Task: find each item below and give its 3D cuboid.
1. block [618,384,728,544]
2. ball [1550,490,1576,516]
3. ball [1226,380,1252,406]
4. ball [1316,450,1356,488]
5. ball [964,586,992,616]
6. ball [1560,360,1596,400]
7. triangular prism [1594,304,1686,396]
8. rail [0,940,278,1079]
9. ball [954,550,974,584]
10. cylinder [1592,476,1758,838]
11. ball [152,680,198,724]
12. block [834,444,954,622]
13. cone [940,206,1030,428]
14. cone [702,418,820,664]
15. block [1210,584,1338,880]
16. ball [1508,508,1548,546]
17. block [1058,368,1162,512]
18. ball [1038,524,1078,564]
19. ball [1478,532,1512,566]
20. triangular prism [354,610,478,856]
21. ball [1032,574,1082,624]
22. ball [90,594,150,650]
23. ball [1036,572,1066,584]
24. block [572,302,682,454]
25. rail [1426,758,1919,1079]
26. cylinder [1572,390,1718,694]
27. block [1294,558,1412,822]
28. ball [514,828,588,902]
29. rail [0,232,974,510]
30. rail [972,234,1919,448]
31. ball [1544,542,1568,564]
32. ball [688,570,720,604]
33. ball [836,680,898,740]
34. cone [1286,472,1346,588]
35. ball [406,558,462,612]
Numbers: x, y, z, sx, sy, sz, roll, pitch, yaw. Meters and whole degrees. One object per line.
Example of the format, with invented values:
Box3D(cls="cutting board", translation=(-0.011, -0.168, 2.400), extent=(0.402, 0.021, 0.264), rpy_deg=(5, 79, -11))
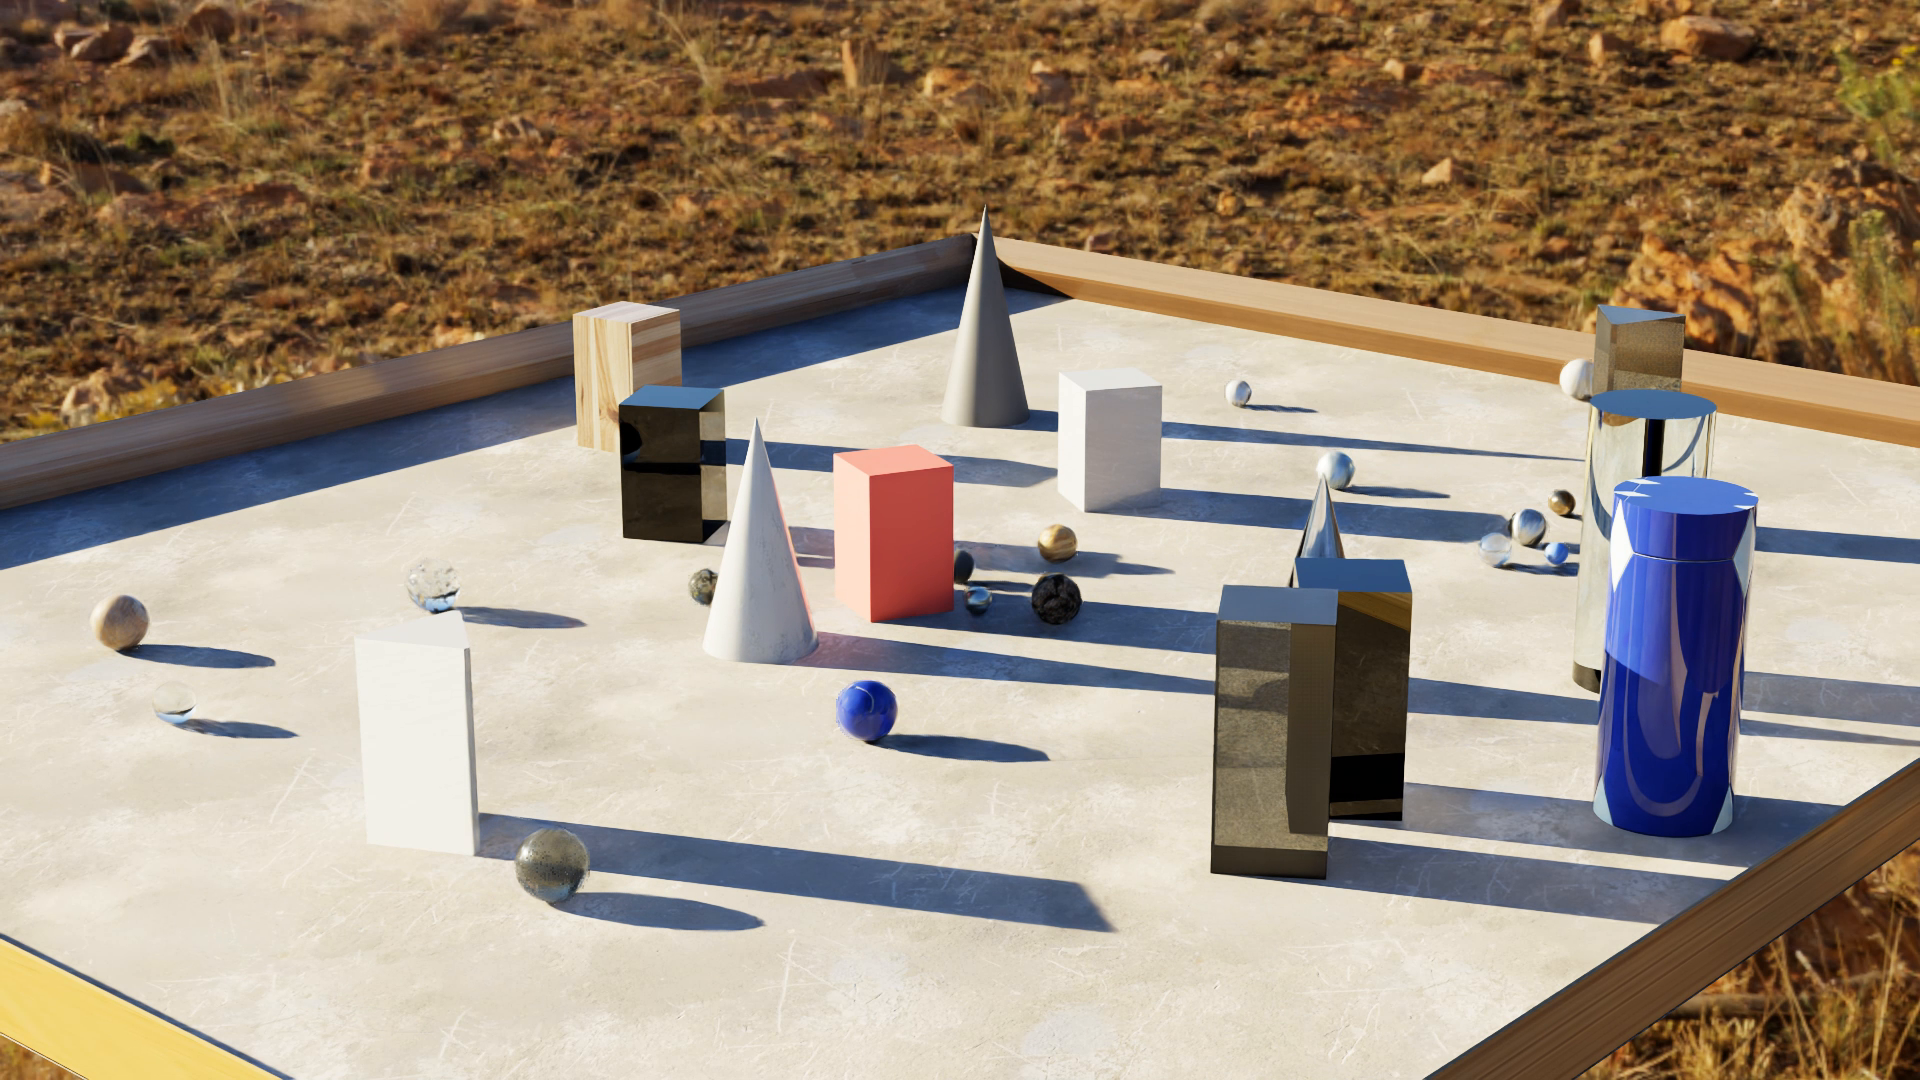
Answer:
Box3D(cls="block", translation=(-0.535, -0.143, 5.477), extent=(0.156, 0.257, 0.156), rpy_deg=(4, 17, 12))
Box3D(cls="ball", translation=(1.150, -0.071, 5.596), extent=(0.049, 0.049, 0.049), rpy_deg=(0, 17, 0))
Box3D(cls="ball", translation=(0.609, -0.321, 6.413), extent=(0.058, 0.058, 0.058), rpy_deg=(0, 17, 0))
Box3D(cls="ball", translation=(0.741, -0.138, 5.776), extent=(0.075, 0.075, 0.075), rpy_deg=(0, 17, 0))
Box3D(cls="ball", translation=(0.030, 0.104, 5.018), extent=(0.049, 0.049, 0.049), rpy_deg=(0, 17, 0))
Box3D(cls="ball", translation=(1.369, -0.355, 6.470), extent=(0.089, 0.089, 0.089), rpy_deg=(0, 17, 0))
Box3D(cls="triangular prism", translation=(1.232, -0.228, 5.496), extent=(0.168, 0.408, 0.146), rpy_deg=(-9, 19, -26))
Box3D(cls="rail", translation=(-1.326, 0.473, 3.658), extent=(3.476, 0.126, 0.045), rpy_deg=(14, 22, 39))
Box3D(cls="ball", translation=(-0.004, 0.046, 5.190), extent=(0.060, 0.060, 0.060), rpy_deg=(0, 17, 0))
Box3D(cls="cylinder", translation=(0.998, 0.162, 4.100), extent=(0.194, 0.468, 0.194), rpy_deg=(0, 17, 0))
Box3D(cls="ball", translation=(-1.206, 0.250, 4.504), extent=(0.067, 0.067, 0.067), rpy_deg=(0, 17, 0))
Box3D(cls="block", translation=(-0.114, -0.013, 5.043), extent=(0.156, 0.259, 0.156), rpy_deg=(-8, 18, -24))
Box3D(cls="cone", translation=(0.055, -0.489, 6.263), extent=(0.194, 0.466, 0.194), rpy_deg=(0, 17, 0))
Box3D(cls="cone", translation=(-0.331, -0.015, 4.817), extent=(0.194, 0.393, 0.194), rpy_deg=(0, 17, 0))
Box3D(cls="block", translation=(0.425, 0.258, 3.967), extent=(0.156, 0.360, 0.156), rpy_deg=(2, 17, 8))
Box3D(cls="ball", translation=(1.047, -0.024, 5.405), extent=(0.070, 0.070, 0.070), rpy_deg=(0, 17, 0))
Box3D(cls="block", translation=(0.290, -0.196, 5.679), extent=(0.156, 0.240, 0.156), rpy_deg=(-5, 17, -16))
Box3D(cls="ball", translation=(0.177, 0.006, 5.302), extent=(0.072, 0.072, 0.072), rpy_deg=(0, 17, 0))
Box3D(cls="ball", translation=(0.964, 0.017, 5.284), extent=(0.061, 0.061, 0.061), rpy_deg=(0, 17, 0))
Box3D(cls="triangular prism", translation=(-0.721, 0.262, 4.062), extent=(0.168, 0.299, 0.146), rpy_deg=(5, 17, 16))
Box3D(cls="ball", translation=(0.163, 0.101, 4.967), extent=(0.085, 0.085, 0.085), rpy_deg=(0, 17, 0))
Box3D(cls="ball", translation=(-1.386, 0.135, 4.837), extent=(0.094, 0.094, 0.094), rpy_deg=(0, 17, 0))
Box3D(cls="ball", translation=(0.162, 0.088, 5.041), extent=(0.067, 0.067, 0.067), rpy_deg=(0, 17, 0))
Box3D(cls="block", translation=(-0.686, -0.335, 6.075), extent=(0.156, 0.279, 0.156), rpy_deg=(11, 20, 33))
Box3D(cls="rail", translation=(1.294, 0.356, 4.044), extent=(0.045, 0.126, 4.093), rpy_deg=(14, 22, 39))
Box3D(cls="cylinder", translation=(1.080, 0.006, 4.637), extent=(0.194, 0.456, 0.194), rpy_deg=(0, 17, 0))
Box3D(cls="block", translation=(0.551, 0.211, 4.164), extent=(0.156, 0.338, 0.156), rpy_deg=(1, 17, 4))
Box3D(cls="ball", translation=(-0.538, 0.428, 3.861), extent=(0.097, 0.097, 0.097), rpy_deg=(0, 17, 0))
Box3D(cls="rail", translation=(-1.294, -0.293, 6.196), extent=(0.045, 0.126, 4.093), rpy_deg=(14, 22, 39))
Box3D(cls="rail", translation=(1.326, -0.410, 6.583), extent=(3.476, 0.126, 0.045), rpy_deg=(14, 22, 39))
Box3D(cls="ball", translation=(1.077, 0.024, 5.296), extent=(0.041, 0.041, 0.041), rpy_deg=(0, 17, 0))
Box3D(cls="ball", translation=(-0.440, 0.081, 5.071), extent=(0.062, 0.062, 0.062), rpy_deg=(0, 17, 0))
Box3D(cls="ball", translation=(-0.140, 0.257, 4.434), extent=(0.093, 0.093, 0.093), rpy_deg=(0, 17, 0))
Box3D(cls="cone", translation=(0.568, 0.061, 4.625), extent=(0.194, 0.359, 0.194), rpy_deg=(0, 17, 0))
Box3D(cls="ball", translation=(-0.903, 0.077, 5.031), extent=(0.092, 0.092, 0.092), rpy_deg=(0, 17, 0))
